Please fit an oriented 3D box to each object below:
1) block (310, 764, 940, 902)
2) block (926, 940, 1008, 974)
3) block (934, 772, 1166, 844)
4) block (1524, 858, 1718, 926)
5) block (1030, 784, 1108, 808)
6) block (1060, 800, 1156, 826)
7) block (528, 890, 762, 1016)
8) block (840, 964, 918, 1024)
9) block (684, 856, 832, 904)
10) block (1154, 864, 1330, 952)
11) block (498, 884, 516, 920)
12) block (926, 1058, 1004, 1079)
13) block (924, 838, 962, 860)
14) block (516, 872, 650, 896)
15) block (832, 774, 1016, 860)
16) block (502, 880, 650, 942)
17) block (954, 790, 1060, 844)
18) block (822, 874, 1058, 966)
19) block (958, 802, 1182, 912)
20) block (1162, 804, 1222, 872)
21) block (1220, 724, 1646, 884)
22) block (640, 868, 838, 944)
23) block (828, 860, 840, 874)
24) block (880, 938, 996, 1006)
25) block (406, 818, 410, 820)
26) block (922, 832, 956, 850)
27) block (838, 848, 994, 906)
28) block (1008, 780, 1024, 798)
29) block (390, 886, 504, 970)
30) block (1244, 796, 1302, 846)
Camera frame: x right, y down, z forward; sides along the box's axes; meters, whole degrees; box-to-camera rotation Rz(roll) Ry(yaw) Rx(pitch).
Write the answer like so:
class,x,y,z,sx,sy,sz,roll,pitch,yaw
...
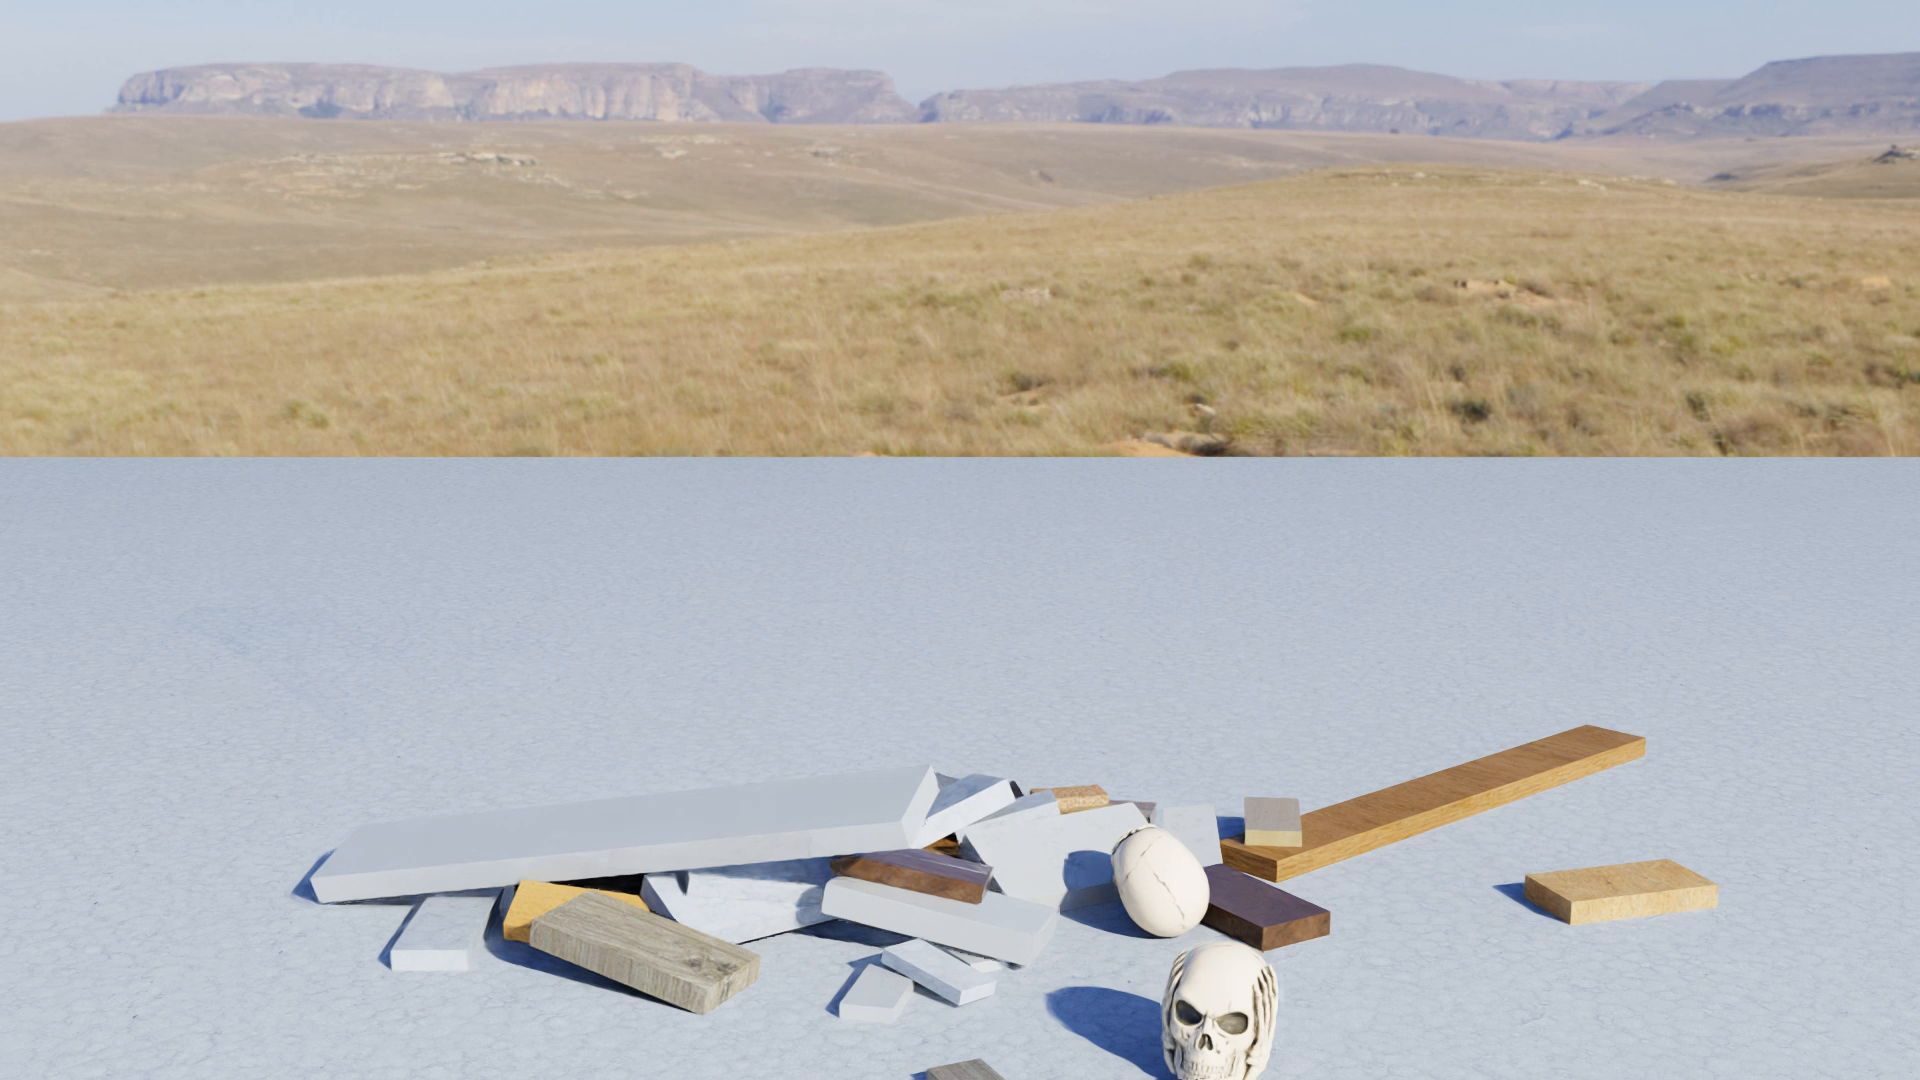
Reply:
class,x,y,z,sx,sy,sz,roll,pitch,yaw
block,-0.547,0.470,3.498,1.048,0.047,0.167,-8,22,20
block,0.010,0.634,3.380,0.065,0.018,0.131,-6,12,-30
block,0.126,0.508,4.035,0.655,0.027,0.097,10,15,43
block,1.089,0.578,3.624,0.275,0.039,0.138,-3,11,-17
block,0.198,0.466,3.992,0.131,0.018,0.065,-2,11,-13
block,0.258,0.493,3.968,0.182,0.026,0.091,2,11,13
block,-0.470,0.612,3.283,0.311,0.042,0.149,16,16,23
block,-0.116,0.662,3.218,0.079,0.022,0.158,2,11,13
block,-0.321,0.521,3.482,0.229,0.032,0.114,6,29,-15
block,0.454,0.591,3.556,0.138,0.039,0.275,-7,12,-32
block,-0.630,0.568,3.569,0.212,0.030,0.106,1,41,5
block,0.026,0.725,2.878,0.079,0.022,0.158,-5,12,-25
block,0.050,0.544,3.726,0.222,0.031,0.111,7,5,1
block,-0.560,0.575,3.504,0.290,0.030,0.106,-3,42,-9
block,-0.067,0.487,3.782,0.298,0.042,0.149,-24,7,-21
block,-0.593,0.589,3.427,0.212,0.030,0.106,7,32,3
block,0.078,0.477,3.804,0.182,0.026,0.091,-15,8,-3
block,-0.030,0.577,3.426,0.335,0.047,0.167,12,8,14
block,0.184,0.533,3.655,0.335,0.047,0.167,-6,38,-29
block,0.401,0.522,3.796,0.091,0.026,0.182,-5,28,4
block,0.919,0.482,4.144,1.153,0.039,0.138,-9,14,-41
block,-0.338,0.563,3.483,0.298,0.042,0.149,-8,37,-35
block,-0.237,0.563,3.599,0.181,0.026,0.090,5,37,1
block,-0.032,0.638,3.256,0.158,0.022,0.079,21,16,38
block,-0.950,0.524,3.975,0.125,0.018,0.063,1,11,6
block,0.045,0.508,3.853,0.222,0.031,0.111,-14,15,3
block,-0.068,0.521,3.475,0.229,0.032,0.114,12,8,7
block,0.020,0.491,4.016,0.194,0.027,0.097,-11,19,-9
block,-0.805,0.574,3.664,0.114,0.032,0.681,0,11,0
block,0.551,0.496,3.883,0.097,0.027,0.193,1,11,7
